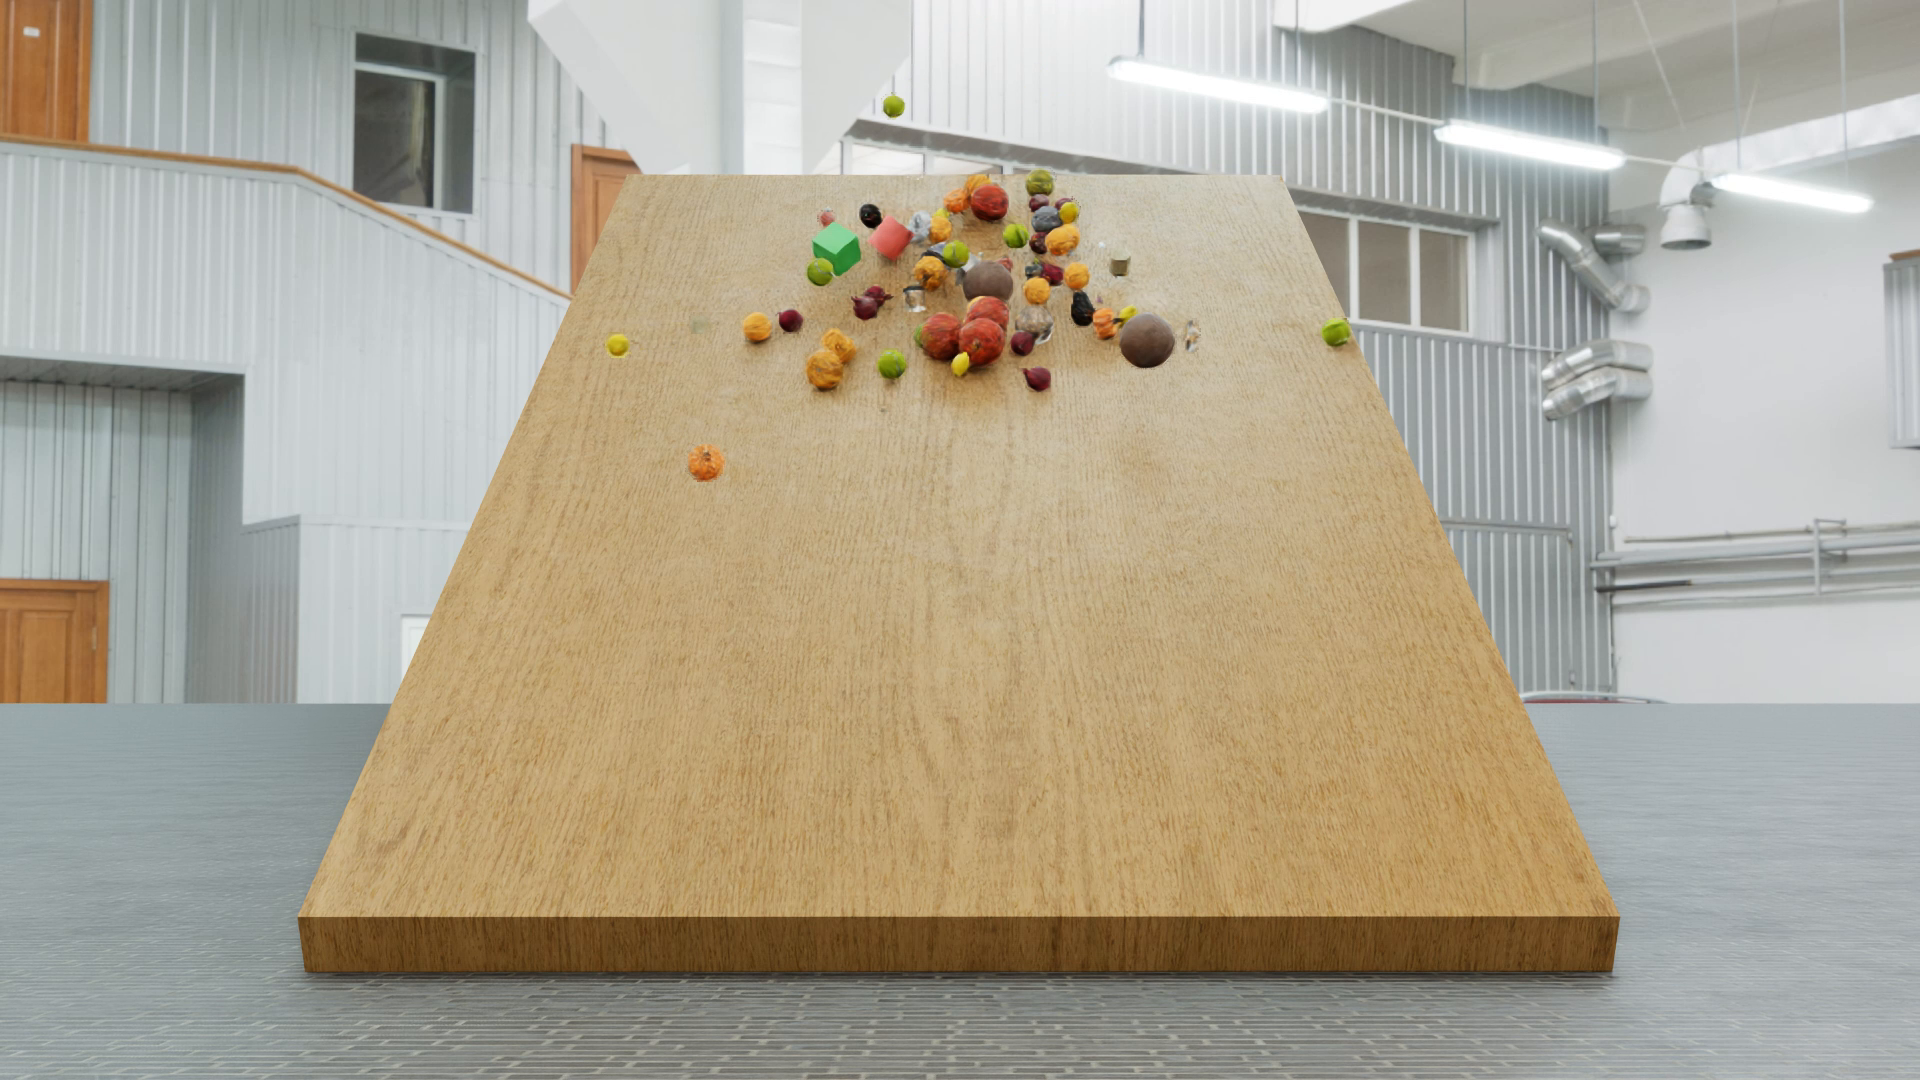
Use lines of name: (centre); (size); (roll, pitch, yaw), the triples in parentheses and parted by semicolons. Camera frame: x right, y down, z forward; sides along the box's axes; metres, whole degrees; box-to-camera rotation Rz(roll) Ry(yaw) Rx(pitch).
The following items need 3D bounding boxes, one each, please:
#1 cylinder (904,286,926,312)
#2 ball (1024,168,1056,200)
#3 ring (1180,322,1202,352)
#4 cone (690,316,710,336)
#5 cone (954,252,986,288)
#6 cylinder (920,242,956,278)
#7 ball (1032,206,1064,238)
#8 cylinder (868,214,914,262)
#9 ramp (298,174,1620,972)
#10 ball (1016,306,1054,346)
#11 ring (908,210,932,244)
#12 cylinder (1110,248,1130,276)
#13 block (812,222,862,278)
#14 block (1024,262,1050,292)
cylinder: (-0.116, -0.617, 5.993); (0.054, 0.054, 0.054); (-5, -12, -1)
ball: (0.237, -1.052, 6.917); (0.091, 0.091, 0.091); (0, -4, 0)
ring: (0.567, -0.500, 5.743); (0.026, 0.078, 0.078); (-25, 4, -18)
cone: (-0.661, -0.537, 5.884); (0.052, 0.052, 0.052); (2, -1, -23)
cone: (0.008, -0.691, 6.126); (0.090, 0.090, 0.090); (3, -38, -36)
cylinder: (-0.059, -0.750, 6.281); (0.077, 0.077, 0.077); (-2, 22, 25)
ball: (0.242, -0.881, 6.479); (0.088, 0.088, 0.088); (0, -4, 0)
cylinder: (-0.188, -0.822, 6.370); (0.093, 0.093, 0.093); (38, 5, -4)
ramp: (-0.009, -0.229, 5.373); (2.000, 0.100, 4.000); (0, 25, 0)
ball: (0.185, -0.530, 5.787); (0.097, 0.097, 0.097); (0, -4, 0)
ring: (-0.114, -0.870, 6.515); (0.033, 0.098, 0.098); (16, -12, -30)
cylinder: (0.427, -0.742, 6.251); (0.055, 0.055, 0.055); (0, -44, -1)
block: (-0.326, -0.770, 6.193); (0.087, 0.087, 0.087); (34, -27, 27)
block: (0.203, -0.691, 6.161); (0.053, 0.053, 0.053); (-12, 28, -1)
